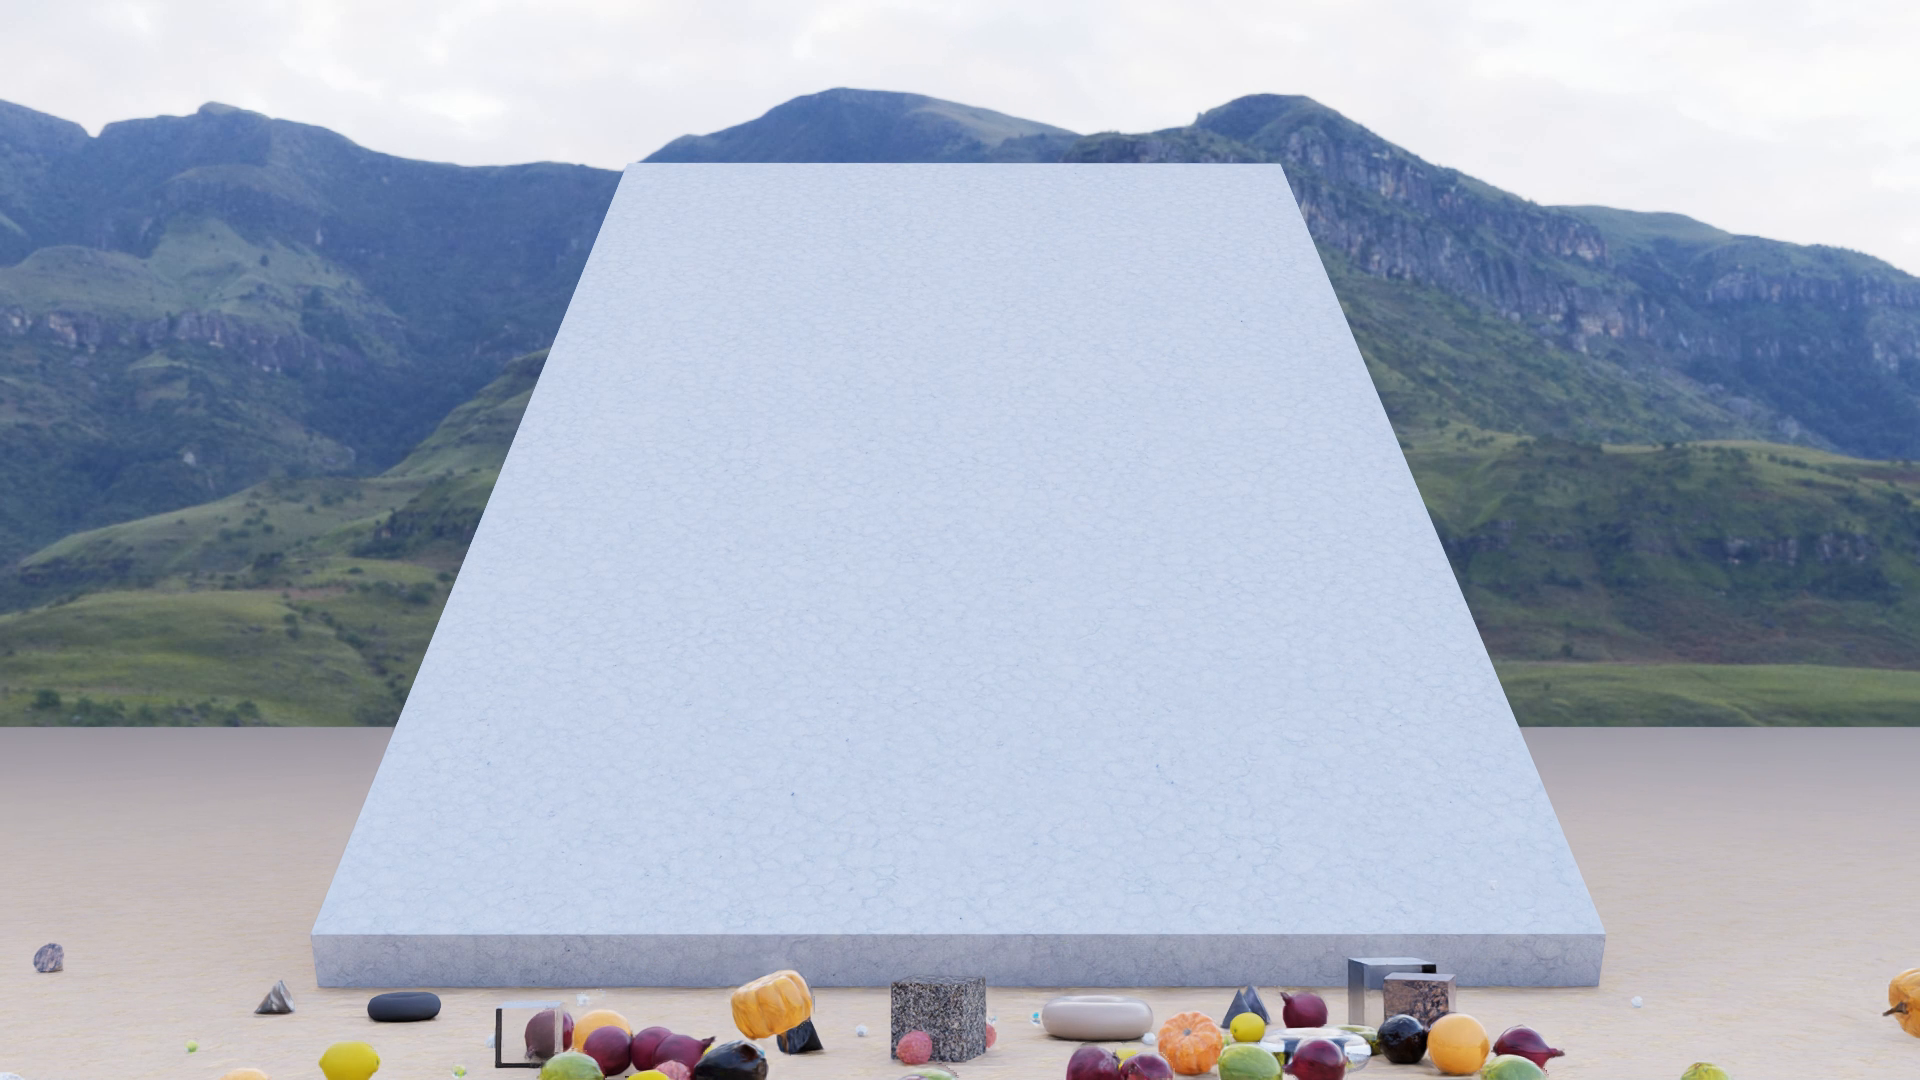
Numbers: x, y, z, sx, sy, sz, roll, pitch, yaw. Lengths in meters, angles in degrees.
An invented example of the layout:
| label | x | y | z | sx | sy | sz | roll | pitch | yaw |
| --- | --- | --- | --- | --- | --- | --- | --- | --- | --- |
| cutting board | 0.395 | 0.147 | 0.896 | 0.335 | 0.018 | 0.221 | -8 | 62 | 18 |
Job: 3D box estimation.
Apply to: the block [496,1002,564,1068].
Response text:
| label | x | y | z | sx | sy | sz | roll | pitch | yaw |
| --- | --- | --- | --- | --- | --- | --- | --- | --- | --- |
| block | -0.522 | 0.599 | 2.859 | 0.071 | 0.071 | 0.071 | 0 | -4 | -1 |

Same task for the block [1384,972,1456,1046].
| label | x | y | z | sx | sy | sz | roll | pitch | yaw |
| --- | --- | --- | --- | --- | --- | --- | --- | --- | --- |
| block | 0.598 | 0.609 | 3.065 | 0.083 | 0.083 | 0.083 | -1 | -5 | 18 |

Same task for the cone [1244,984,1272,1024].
| label | x | y | z | sx | sy | sz | roll | pitch | yaw |
| --- | --- | --- | --- | --- | --- | --- | --- | --- | --- |
| cone | 0.388 | 0.651 | 3.245 | 0.059 | 0.059 | 0.059 | -27 | -7 | 3 |

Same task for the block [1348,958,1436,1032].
| label | x | y | z | sx | sy | sz | roll | pitch | yaw |
| --- | --- | --- | --- | --- | --- | --- | --- | --- | --- |
| block | 0.581 | 0.613 | 3.170 | 0.092 | 0.092 | 0.092 | 1 | -4 | -9 |

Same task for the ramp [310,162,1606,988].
| label | x | y | z | sx | sy | sz | roll | pitch | yaw |
| --- | --- | --- | --- | --- | --- | --- | --- | --- | --- |
| ramp | -0.010 | -0.228 | 5.457 | 2.000 | 0.100 | 4.000 | 0 | 26 | 0 |

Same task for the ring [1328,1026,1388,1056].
| label | x | y | z | sx | sy | sz | roll | pitch | yaw |
| --- | --- | --- | --- | --- | --- | --- | --- | --- | --- |
| ring | 0.491 | 0.627 | 2.955 | 0.091 | 0.030 | 0.091 | 1 | -4 | 0 |

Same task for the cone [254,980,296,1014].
| label | x | y | z | sx | sy | sz | roll | pitch | yaw |
| --- | --- | --- | --- | --- | --- | --- | --- | --- | --- |
| cone | -0.981 | 0.661 | 3.355 | 0.052 | 0.052 | 0.052 | -26 | -1 | -7 |

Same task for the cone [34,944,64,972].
| label | x | y | z | sx | sy | sz | roll | pitch | yaw |
| --- | --- | --- | --- | --- | --- | --- | --- | --- | --- |
| cone | -1.504 | 0.705 | 3.923 | 0.052 | 0.052 | 0.052 | -1 | -31 | 9 |

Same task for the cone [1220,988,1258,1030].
| label | x | y | z | sx | sy | sz | roll | pitch | yaw |
| --- | --- | --- | --- | --- | --- | --- | --- | --- | --- |
| cone | 0.378 | 0.634 | 3.197 | 0.053 | 0.053 | 0.053 | 0 | -4 | 0 |

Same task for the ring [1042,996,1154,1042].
| label | x | y | z | sx | sy | sz | roll | pitch | yaw |
| --- | --- | --- | --- | --- | --- | --- | --- | --- | --- |
| ring | 0.181 | 0.630 | 3.110 | 0.148 | 0.049 | 0.148 | 0 | -6 | 0 |

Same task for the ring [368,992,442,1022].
| label | x | y | z | sx | sy | sz | roll | pitch | yaw |
| --- | --- | --- | --- | --- | --- | --- | --- | --- | --- |
| ring | -0.775 | 0.651 | 3.289 | 0.101 | 0.034 | 0.101 | -1 | -4 | 0 |

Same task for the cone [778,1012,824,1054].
| label | x | y | z | sx | sy | sz | roll | pitch | yaw |
| --- | --- | --- | --- | --- | --- | --- | --- | --- | --- |
| cone | -0.190 | 0.630 | 2.969 | 0.057 | 0.057 | 0.057 | -4 | -33 | 43 |

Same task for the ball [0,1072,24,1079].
| label | x | y | z | sx | sy | sz | roll | pitch | yaw |
| --- | --- | --- | --- | --- | --- | --- | --- | --- | --- |
| ball | -0.980 | 0.574 | 2.416 | 0.054 | 0.054 | 0.054 | 0 | -4 | 0 |

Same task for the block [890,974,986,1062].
| label | x | y | z | sx | sy | sz | roll | pitch | yaw |
| --- | --- | --- | --- | --- | --- | --- | --- | --- | --- |
| block | -0.026 | 0.593 | 2.928 | 0.094 | 0.094 | 0.094 | -1 | -5 | 17 |

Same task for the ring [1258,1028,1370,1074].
| label | x | y | z | sx | sy | sz | roll | pitch | yaw |
| --- | --- | --- | --- | --- | --- | --- | --- | --- | --- |
| ring | 0.423 | 0.610 | 2.816 | 0.134 | 0.045 | 0.134 | 1 | -5 | 0 |
